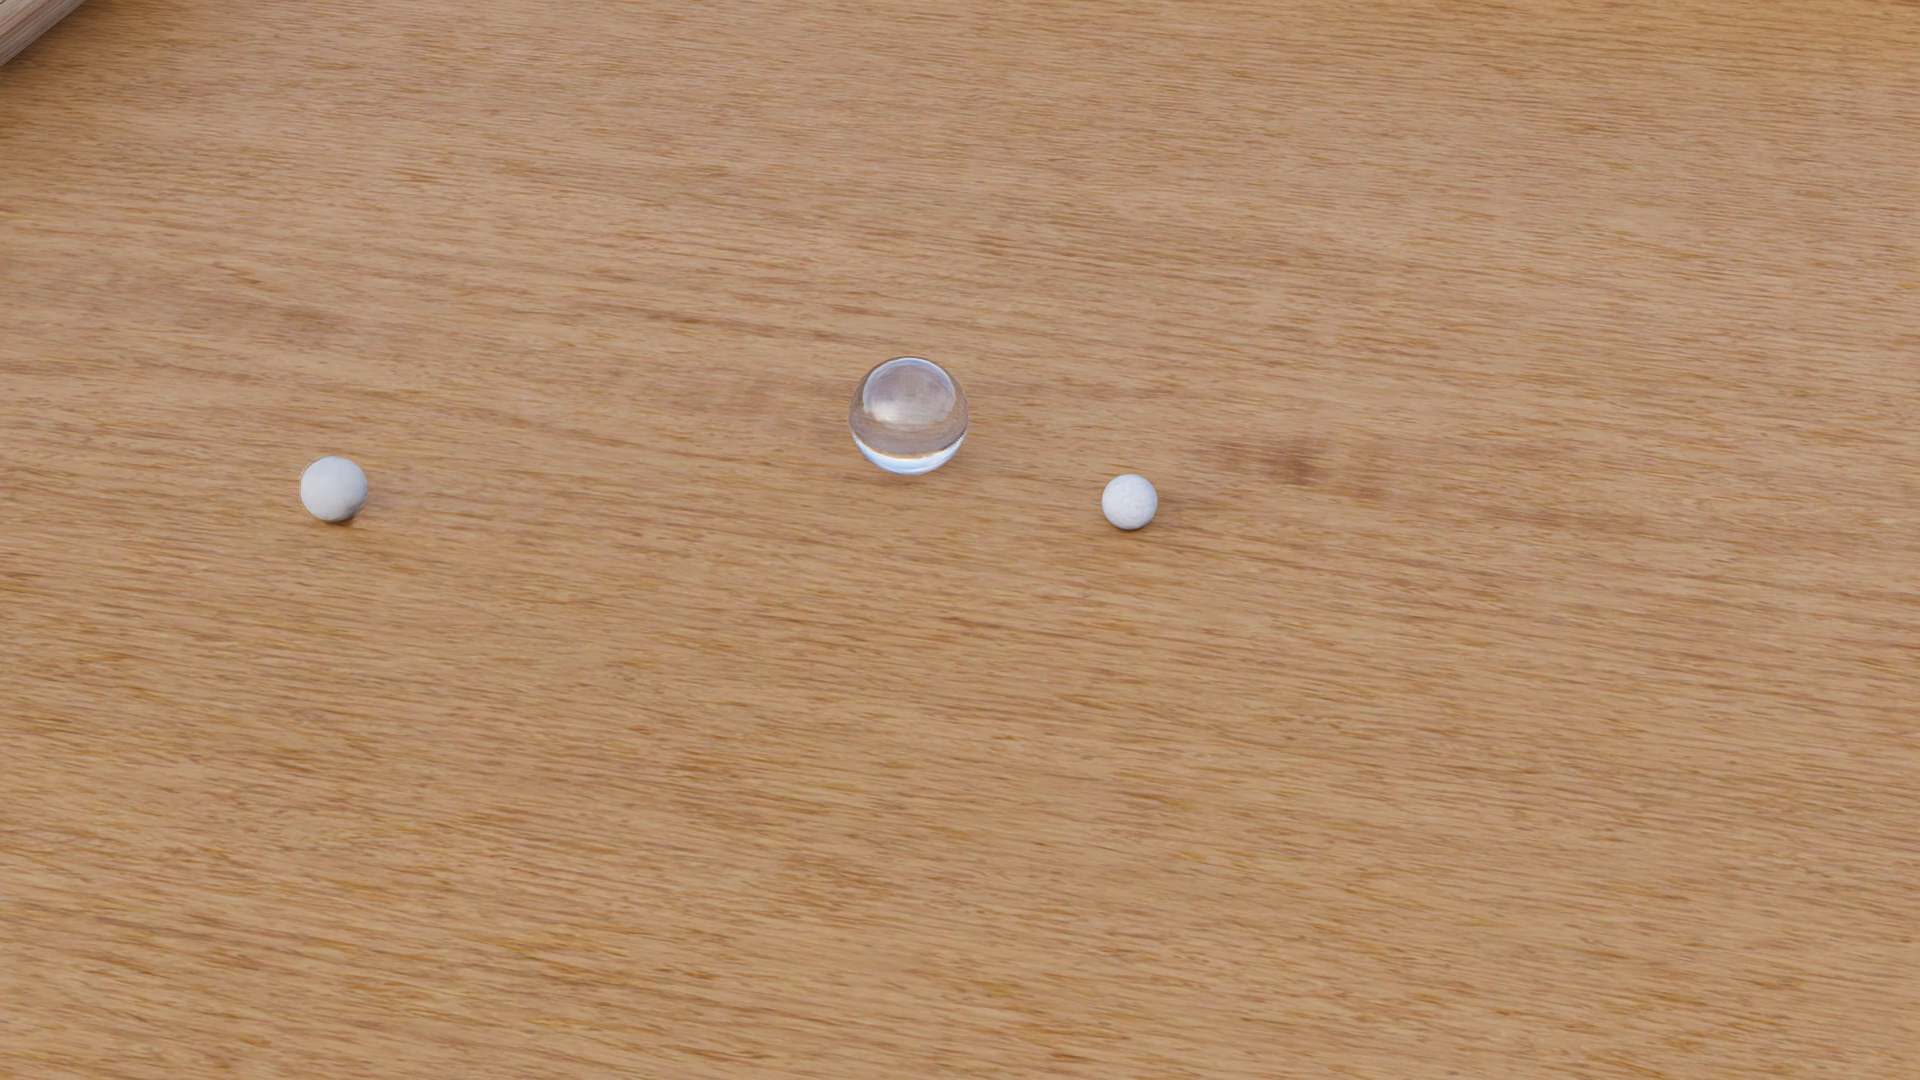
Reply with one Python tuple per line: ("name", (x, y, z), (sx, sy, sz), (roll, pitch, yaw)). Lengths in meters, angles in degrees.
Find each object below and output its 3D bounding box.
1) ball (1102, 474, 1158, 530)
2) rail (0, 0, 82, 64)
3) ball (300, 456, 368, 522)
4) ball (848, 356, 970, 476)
("ball", (0.122, -0.027, 1.845), (0.040, 0.040, 0.040), (0, 35, 0))
("rail", (-1.053, -0.168, 1.971), (0.045, 0.125, 2.595), (8, 36, 11))
("ball", (-0.452, -0.037, 1.852), (0.048, 0.048, 0.048), (0, 35, 0))
("ball", (-0.038, -0.092, 1.895), (0.089, 0.089, 0.089), (0, 35, 0))
